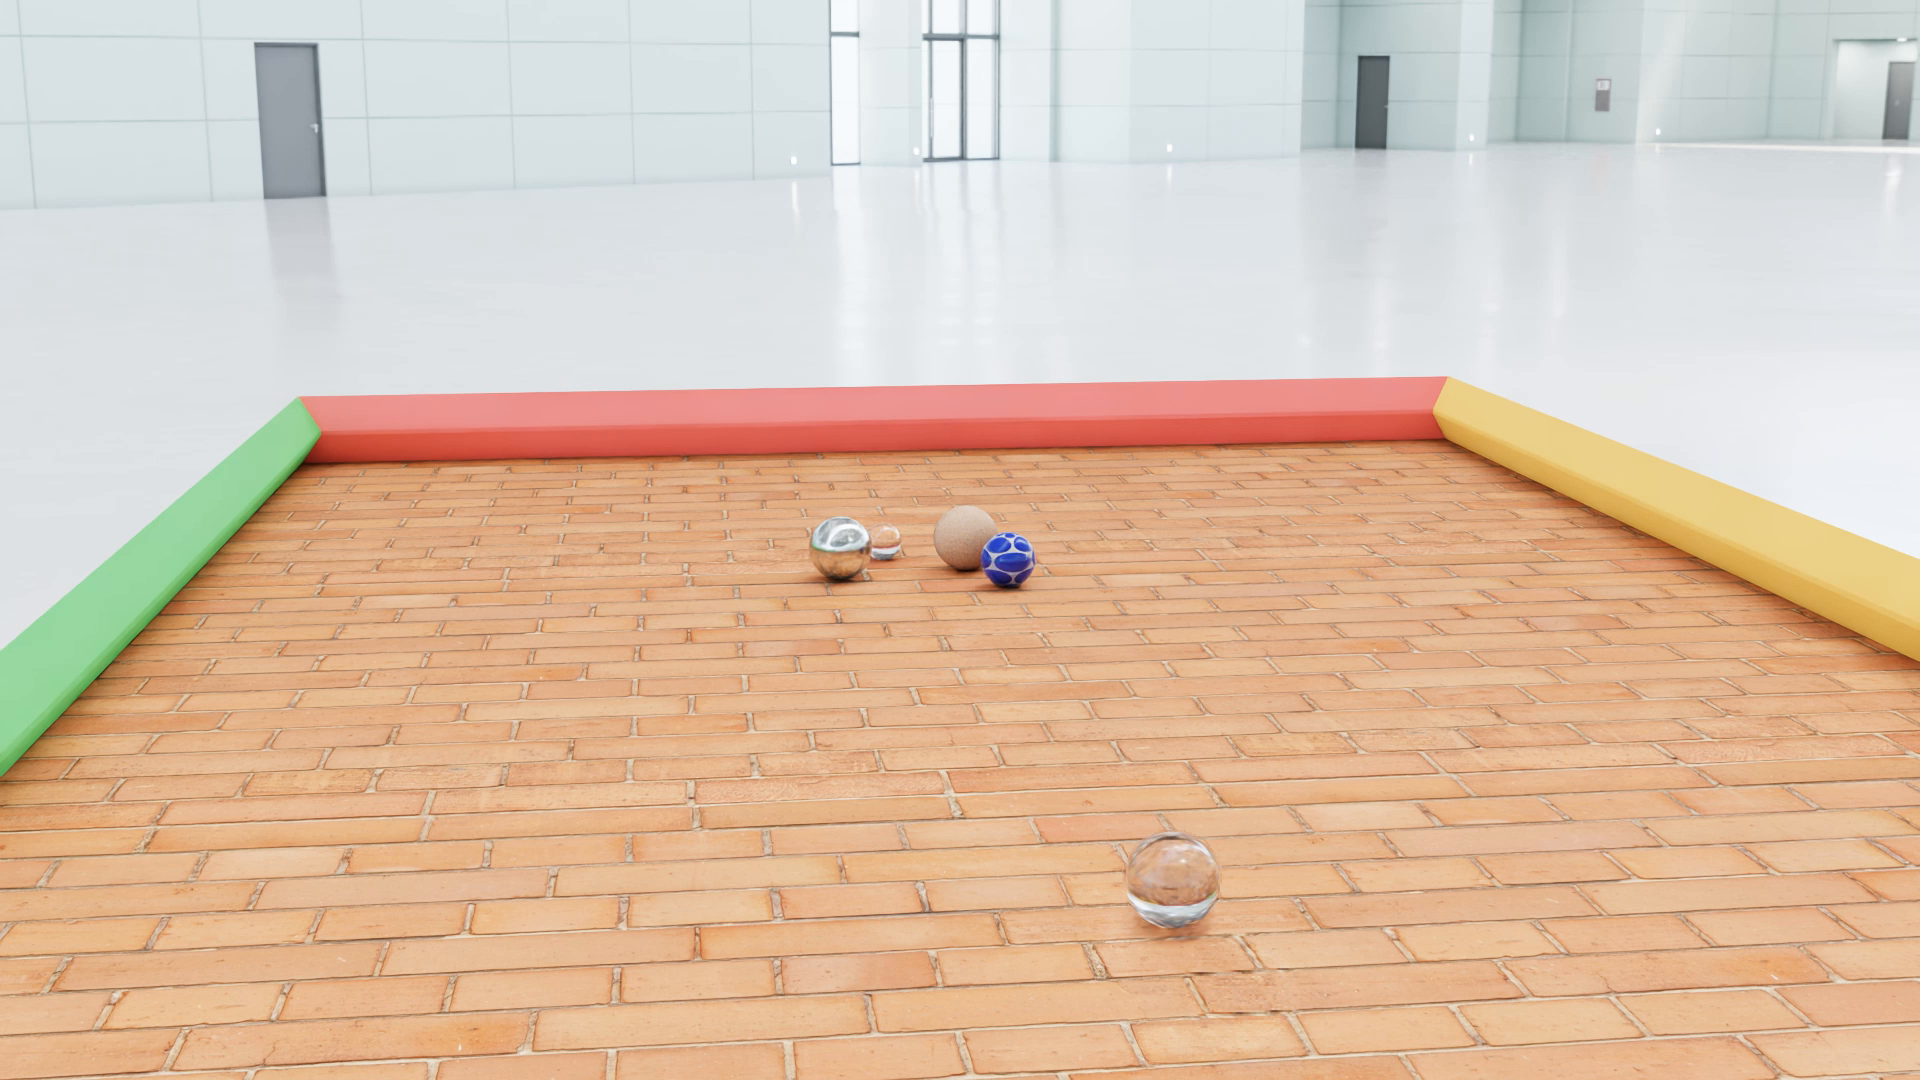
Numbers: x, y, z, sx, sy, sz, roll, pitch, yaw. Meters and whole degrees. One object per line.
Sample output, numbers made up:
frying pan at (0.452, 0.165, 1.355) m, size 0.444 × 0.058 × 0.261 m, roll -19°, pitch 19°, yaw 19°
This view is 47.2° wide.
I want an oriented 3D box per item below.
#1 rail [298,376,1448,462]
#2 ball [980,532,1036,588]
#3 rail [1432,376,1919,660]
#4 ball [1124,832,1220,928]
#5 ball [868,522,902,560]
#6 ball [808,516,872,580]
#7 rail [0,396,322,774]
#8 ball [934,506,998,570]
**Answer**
rail at (-0.124, -0.222, 4.068) m, size 2.145 × 0.119 × 0.045 m, roll -2°, pitch 12°, yaw -7°
ball at (0.066, 0.027, 3.002) m, size 0.076 × 0.076 × 0.076 m, roll 0°, pitch 12°, yaw 0°
rail at (1.167, 0.157, 2.277) m, size 0.045 × 0.119 × 4.006 m, roll -2°, pitch 12°, yaw -7°
ball at (0.174, 0.279, 1.803) m, size 0.079 × 0.079 × 0.079 m, roll 0°, pitch 12°, yaw 0°
ball at (-0.111, 0.002, 3.171) m, size 0.054 × 0.054 × 0.054 m, roll 0°, pitch 12°, yaw 0°
ball at (-0.165, 0.011, 3.045) m, size 0.088 × 0.088 × 0.088 m, roll 0°, pitch 12°, yaw 0°
rail at (-0.914, 0.211, 2.018) m, size 0.045 × 0.119 × 4.006 m, roll -2°, pitch 12°, yaw -7°
ball at (0.008, -0.003, 3.104) m, size 0.092 × 0.092 × 0.092 m, roll 0°, pitch 12°, yaw 0°
